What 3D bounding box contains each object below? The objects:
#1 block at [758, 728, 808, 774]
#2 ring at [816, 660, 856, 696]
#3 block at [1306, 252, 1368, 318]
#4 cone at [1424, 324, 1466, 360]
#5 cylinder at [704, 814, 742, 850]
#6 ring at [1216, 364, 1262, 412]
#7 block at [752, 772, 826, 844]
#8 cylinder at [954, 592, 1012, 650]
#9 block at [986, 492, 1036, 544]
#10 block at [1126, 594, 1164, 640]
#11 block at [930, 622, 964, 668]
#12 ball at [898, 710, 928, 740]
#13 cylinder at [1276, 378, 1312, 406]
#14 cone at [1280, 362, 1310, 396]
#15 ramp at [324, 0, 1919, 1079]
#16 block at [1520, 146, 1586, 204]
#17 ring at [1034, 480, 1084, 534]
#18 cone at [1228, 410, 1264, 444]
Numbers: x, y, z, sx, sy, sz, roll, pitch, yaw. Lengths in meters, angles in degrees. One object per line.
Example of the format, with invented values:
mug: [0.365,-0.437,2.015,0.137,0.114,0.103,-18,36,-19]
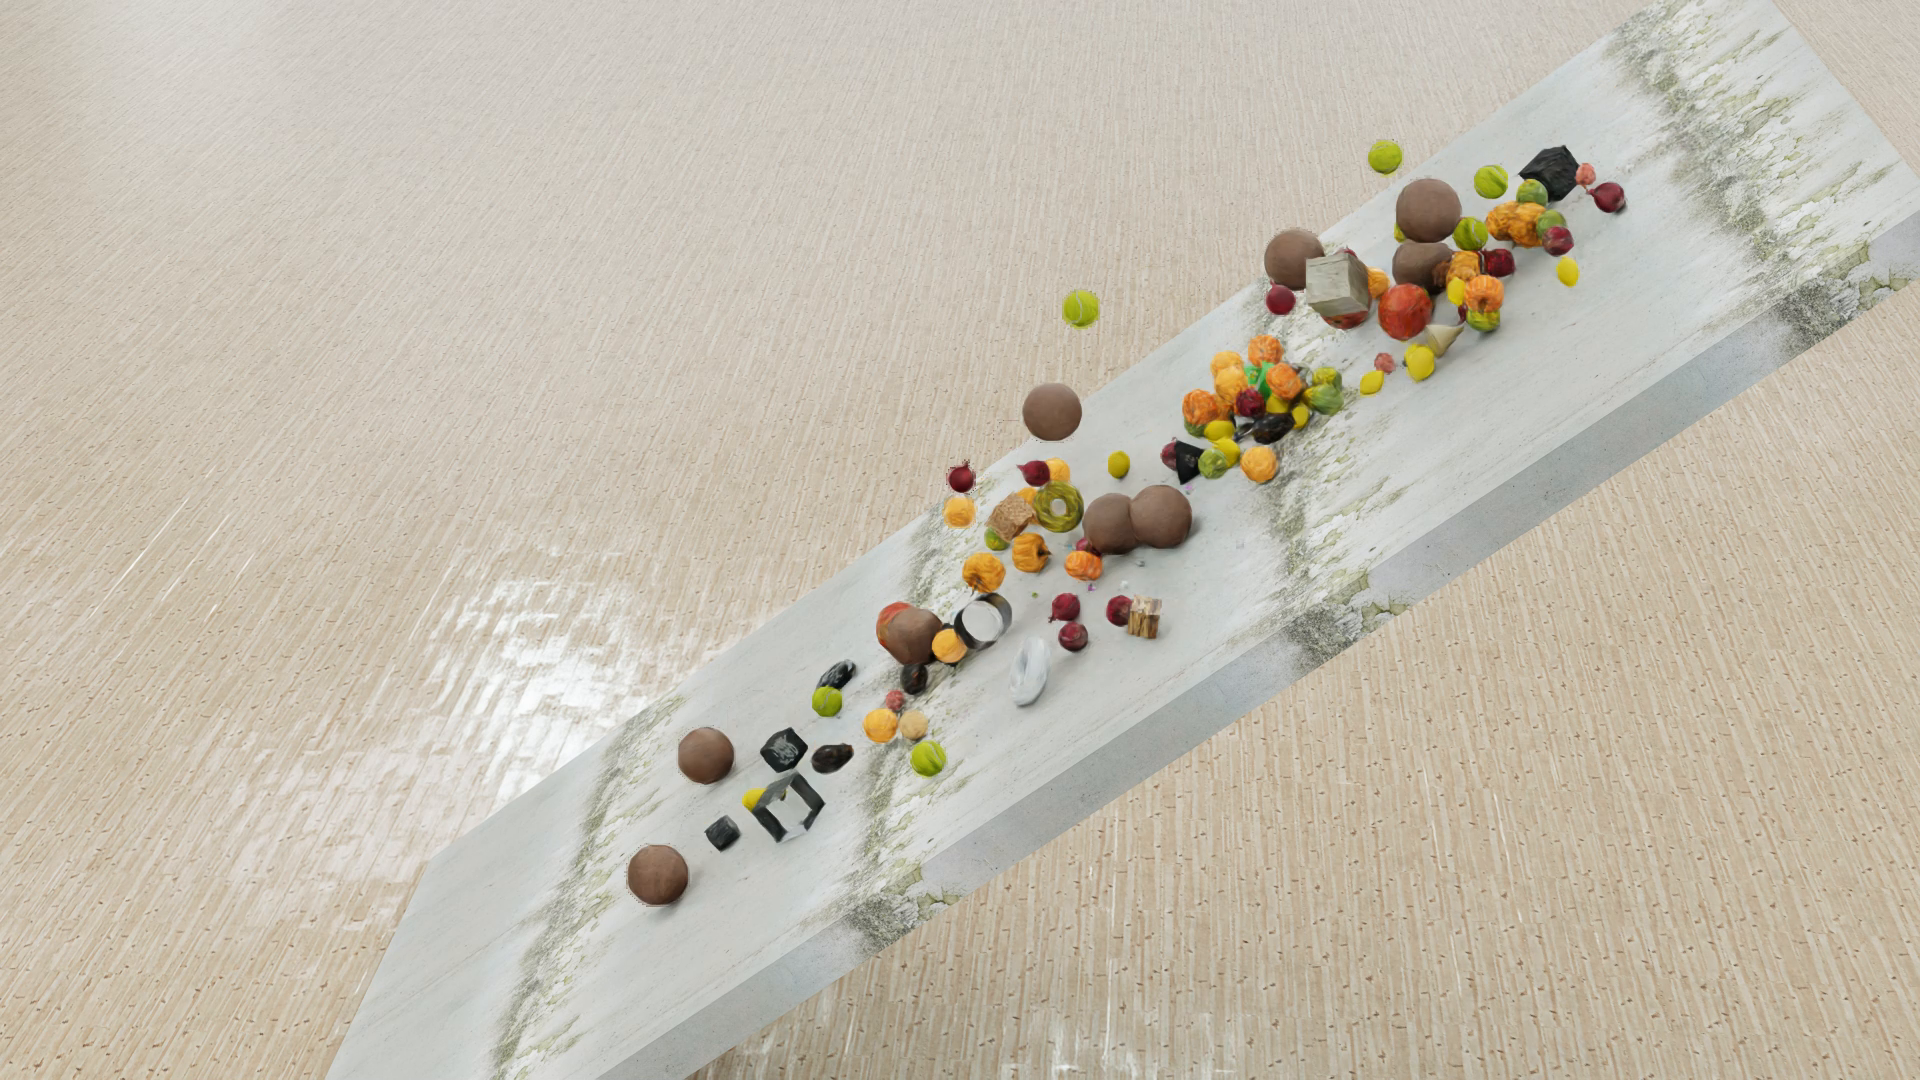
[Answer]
block: [-0.384,0.459,6.421,0.064,0.064,0.064,-22,23,47]
ring: [-0.279,0.311,6.647,0.105,0.035,0.105,-37,14,11]
block: [0.753,-0.509,5.879,0.093,0.093,0.093,-8,-18,30]
cone: [0.948,-0.399,5.706,0.074,0.074,0.074,-24,26,-2]
cylinder: [-0.505,0.623,6.261,0.055,0.055,0.055,-38,24,7]
ring: [0.611,-0.328,6.356,0.136,0.045,0.136,-37,16,13]
block: [-0.353,0.550,6.048,0.091,0.091,0.091,-27,20,38]
cylinder: [0.049,0.168,6.134,0.098,0.098,0.098,7,18,17]
block: [0.109,-0.048,6.362,0.067,0.067,0.067,42,47,9]
block: [0.350,0.146,5.570,0.055,0.055,0.055,12,35,7]
block: [-0.021,0.222,6.214,0.059,0.059,0.059,23,31,0]
ball: [-0.095,0.377,5.986,0.061,0.061,0.061,0,23,0]
cylinder: [0.687,-0.310,6.050,0.053,0.053,0.053,-29,27,-2]
cone: [0.682,-0.325,6.010,0.063,0.063,0.063,9,-5,1]
ramp: [0.126,0.181,6.328,4.000,0.100,2.000,-35,16,17]
block: [1.223,-0.754,6.068,0.079,0.079,0.079,-44,16,-16]
ring: [0.214,-0.072,6.357,0.116,0.116,0.039,10,14,22]
cone: [0.604,-0.244,6.159,0.072,0.072,0.072,-12,24,-1]
